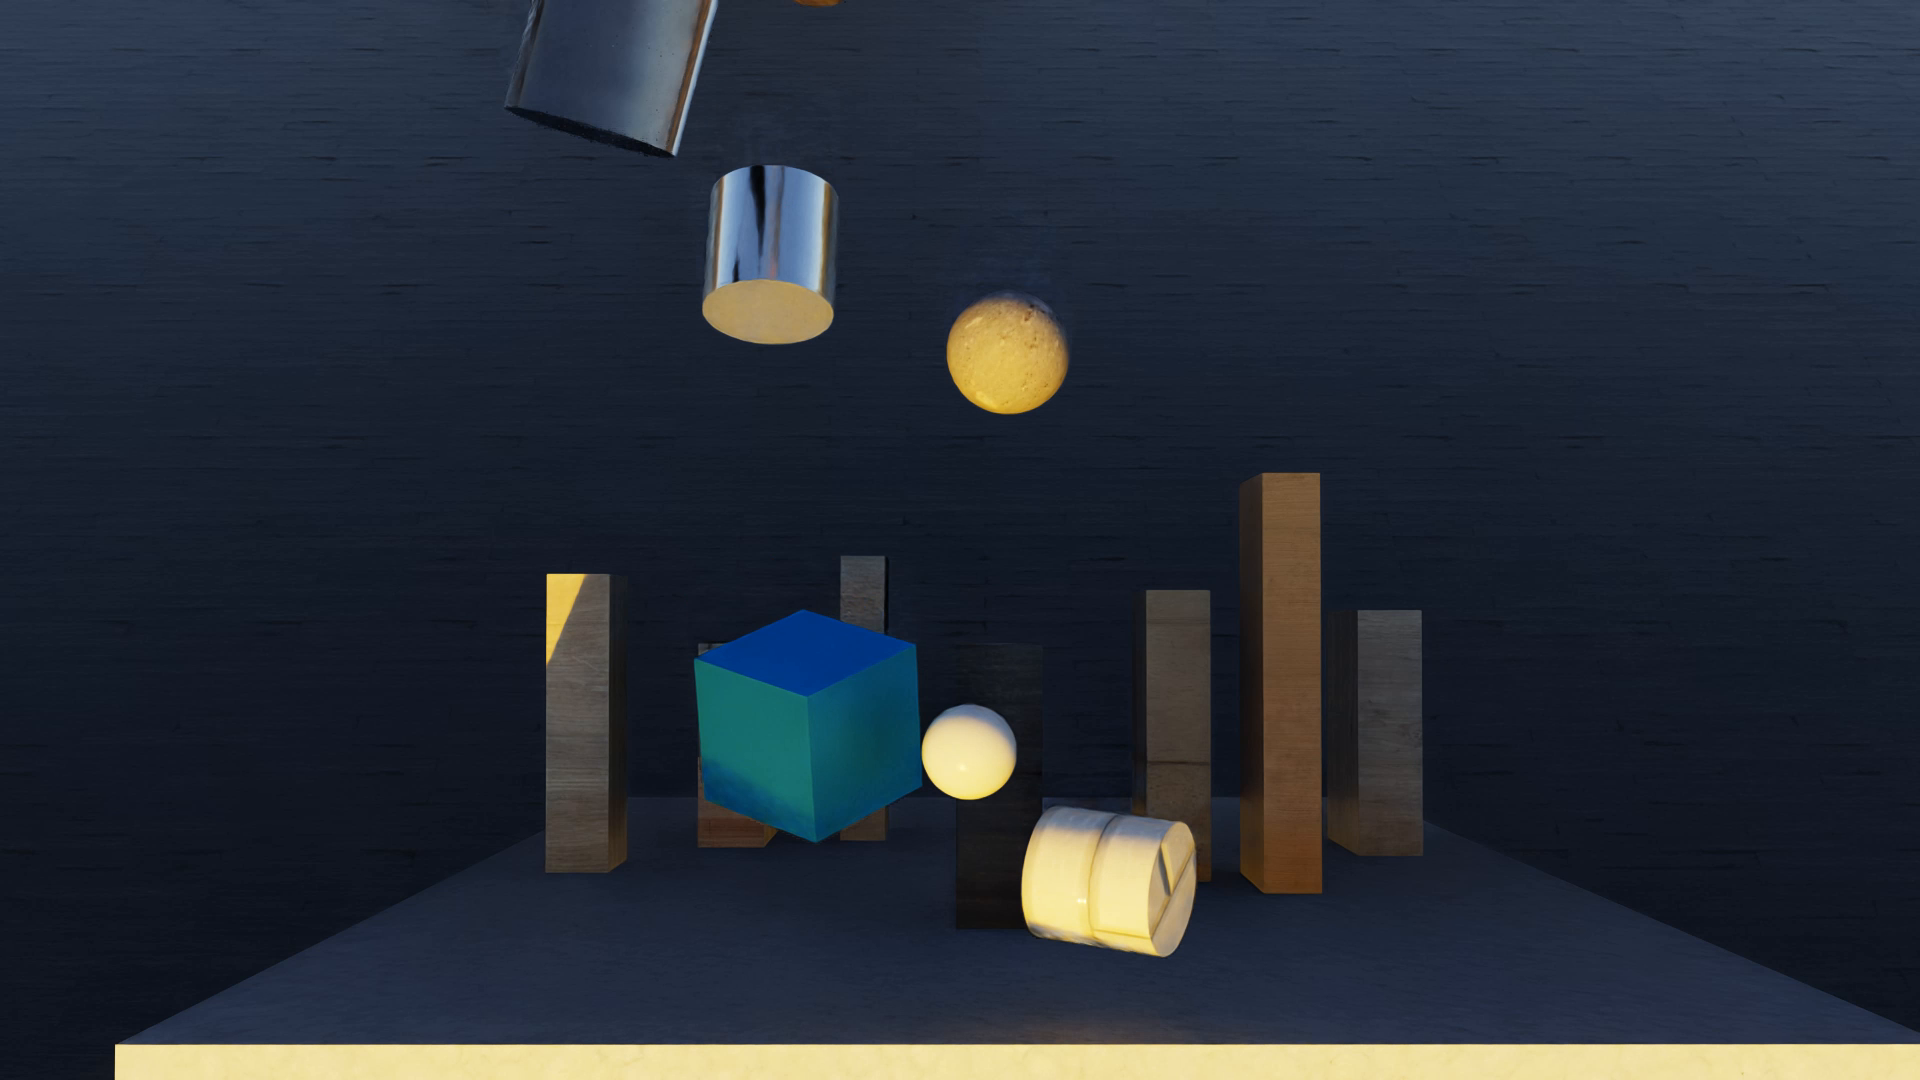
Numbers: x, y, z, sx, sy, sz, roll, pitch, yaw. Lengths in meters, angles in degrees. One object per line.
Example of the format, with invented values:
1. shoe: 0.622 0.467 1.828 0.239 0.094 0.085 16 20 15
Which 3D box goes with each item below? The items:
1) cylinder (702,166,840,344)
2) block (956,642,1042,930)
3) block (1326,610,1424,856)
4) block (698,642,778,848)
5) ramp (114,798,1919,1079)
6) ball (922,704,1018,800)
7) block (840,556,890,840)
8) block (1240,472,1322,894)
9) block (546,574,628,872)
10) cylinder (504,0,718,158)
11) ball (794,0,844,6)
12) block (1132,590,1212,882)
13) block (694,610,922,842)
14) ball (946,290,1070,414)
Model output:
1. cylinder: -0.187 -0.282 2.575 0.129 0.129 0.129 1 66 1
2. block: 0.059 0.378 4.120 0.131 0.427 0.424 0 -2 0
3. block: 0.849 0.388 5.347 0.127 0.484 0.439 0 -2 0
4. block: -0.469 0.427 5.528 0.136 0.418 0.407 0 -2 0
5. ramp: 0.077 0.664 4.834 2.000 0.100 4.000 0 -2 0
6. ball: 0.012 0.258 3.169 0.117 0.117 0.117 0 35 0
7. block: -0.206 0.339 5.660 0.094 0.601 0.346 0 -2 0
8. block: 0.565 0.249 4.608 0.098 0.715 0.371 0 -2 0
9. block: -0.706 0.342 4.925 0.116 0.550 0.265 0 -2 0
10. cylinder: -0.319 -0.454 2.392 0.164 0.164 0.164 15 2 -1
11. ball: -0.146 -0.611 2.668 0.123 0.123 0.123 0 35 0
12. block: 0.389 0.354 4.818 0.114 0.518 0.390 0 -2 0
13. block: -0.189 0.229 3.259 0.195 0.195 0.195 15 27 38
14. ball: 0.052 -0.199 2.761 0.132 0.132 0.132 0 35 0
